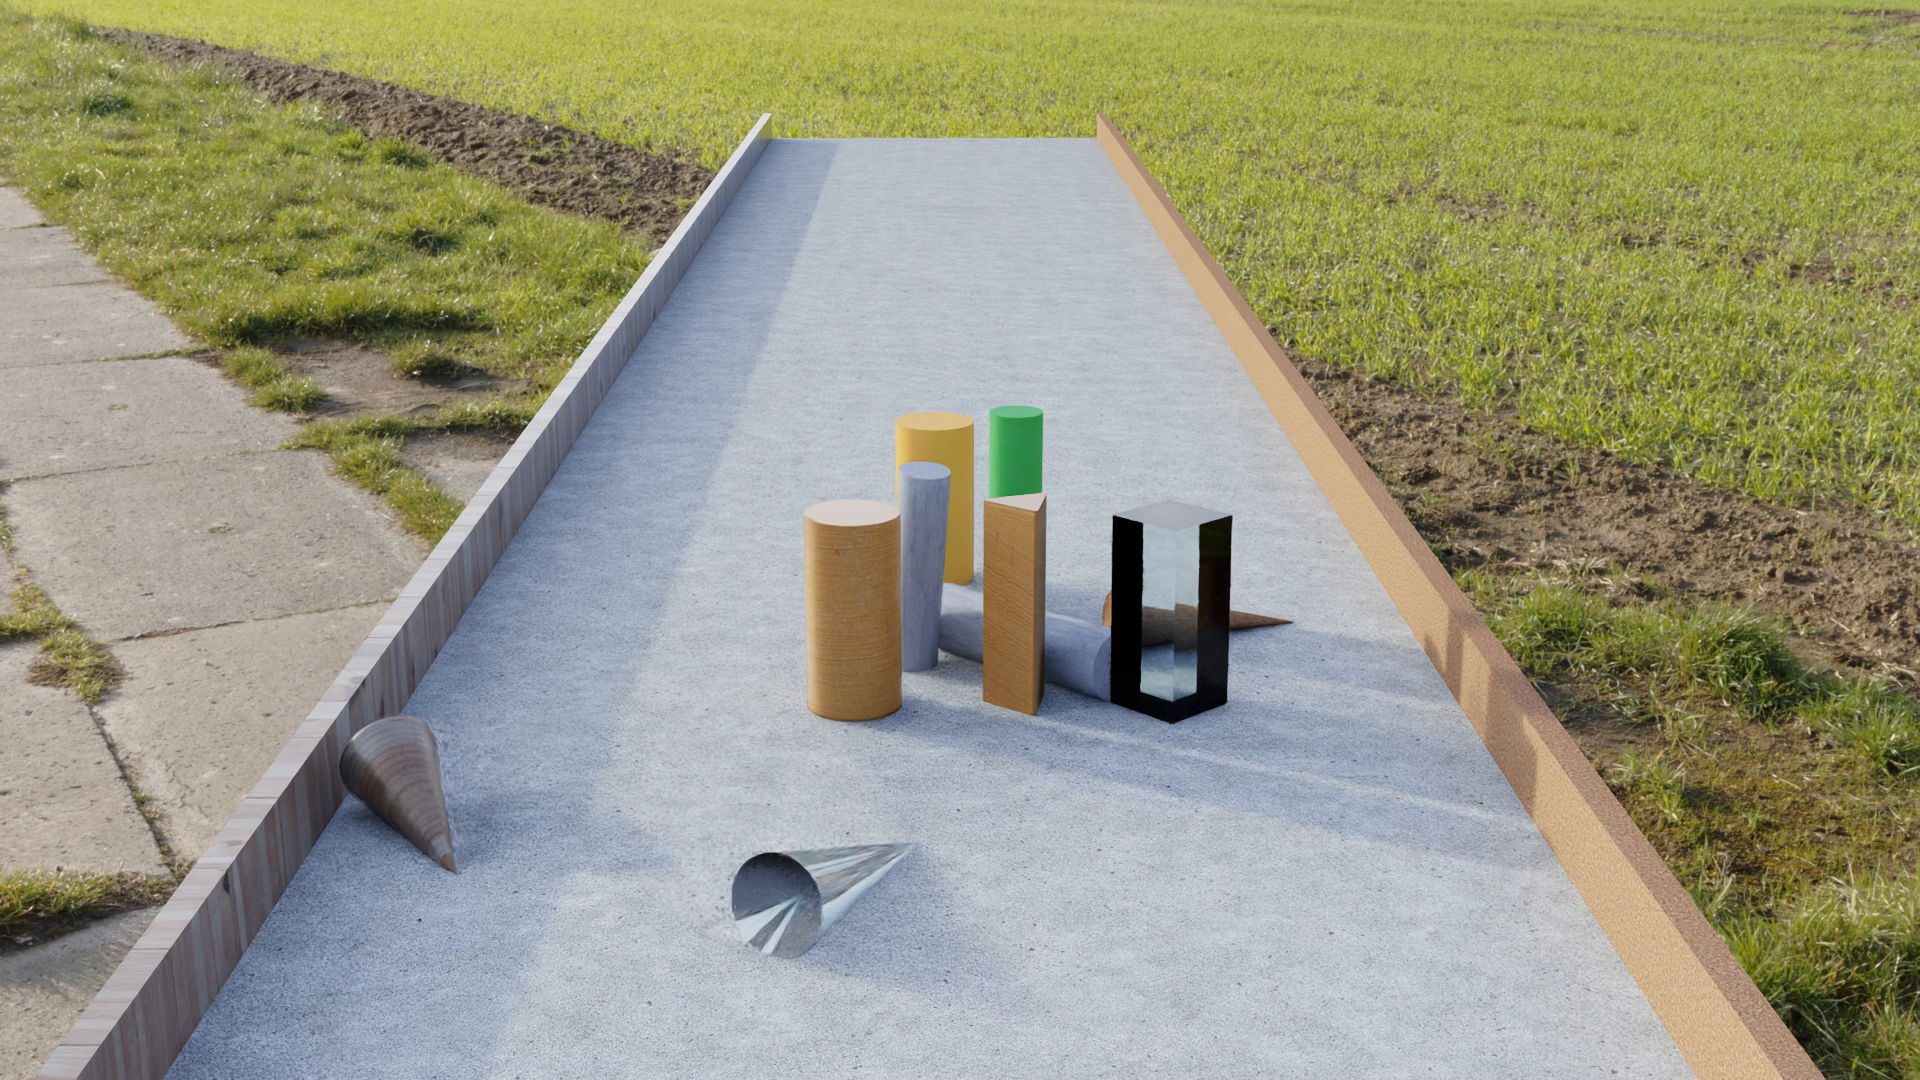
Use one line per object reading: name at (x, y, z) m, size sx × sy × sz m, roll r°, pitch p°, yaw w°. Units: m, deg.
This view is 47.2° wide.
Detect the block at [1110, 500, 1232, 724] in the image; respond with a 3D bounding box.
block at (0.395, 0.132, 4.131) m, size 0.157 × 0.371 × 0.157 m, roll -15°, pitch 22°, yaw -41°

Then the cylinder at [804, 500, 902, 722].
cylinder at (-0.200, 0.131, 4.120) m, size 0.180 × 0.380 × 0.180 m, roll 0°, pitch 17°, yaw 0°

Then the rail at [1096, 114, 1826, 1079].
rail at (0.932, -0.844, 7.801) m, size 0.050 × 0.150 × 12.000 m, roll 0°, pitch 17°, yaw -1°

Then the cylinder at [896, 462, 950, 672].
cylinder at (-0.082, 0.054, 4.320) m, size 0.101 × 0.405 × 0.101 m, roll 4°, pitch 21°, yaw -1°

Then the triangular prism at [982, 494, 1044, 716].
triangular prism at (0.125, 0.115, 4.139) m, size 0.124 × 0.399 × 0.107 m, roll 13°, pitch 21°, yaw 37°

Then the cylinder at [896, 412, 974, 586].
cylinder at (-0.056, -0.089, 4.890) m, size 0.173 × 0.362 × 0.173 m, roll 0°, pitch 17°, yaw 0°

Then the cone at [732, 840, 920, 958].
cone at (-0.166, 0.509, 3.381) m, size 0.154 × 0.154 × 0.446 m, roll 8°, pitch 9°, yaw 26°

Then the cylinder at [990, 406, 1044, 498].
cylinder at (0.117, -0.056, 4.639) m, size 0.112 × 0.442 × 0.112 m, roll 0°, pitch 17°, yaw 0°

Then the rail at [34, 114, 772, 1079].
rail at (-1.118, -0.838, 7.780) m, size 0.050 × 0.150 × 12.000 m, roll 0°, pitch 17°, yaw -1°

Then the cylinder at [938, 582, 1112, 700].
cylinder at (0.132, 0.196, 4.329) m, size 0.445 × 0.136 × 0.136 m, roll 15°, pitch 22°, yaw 40°

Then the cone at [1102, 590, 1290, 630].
cone at (0.513, 0.166, 4.565) m, size 0.425 × 0.118 × 0.118 m, roll 2°, pitch 15°, yaw -22°

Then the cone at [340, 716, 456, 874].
cone at (-0.876, 0.448, 3.578) m, size 0.167 × 0.167 × 0.345 m, roll -10°, pitch 33°, yaw -30°
